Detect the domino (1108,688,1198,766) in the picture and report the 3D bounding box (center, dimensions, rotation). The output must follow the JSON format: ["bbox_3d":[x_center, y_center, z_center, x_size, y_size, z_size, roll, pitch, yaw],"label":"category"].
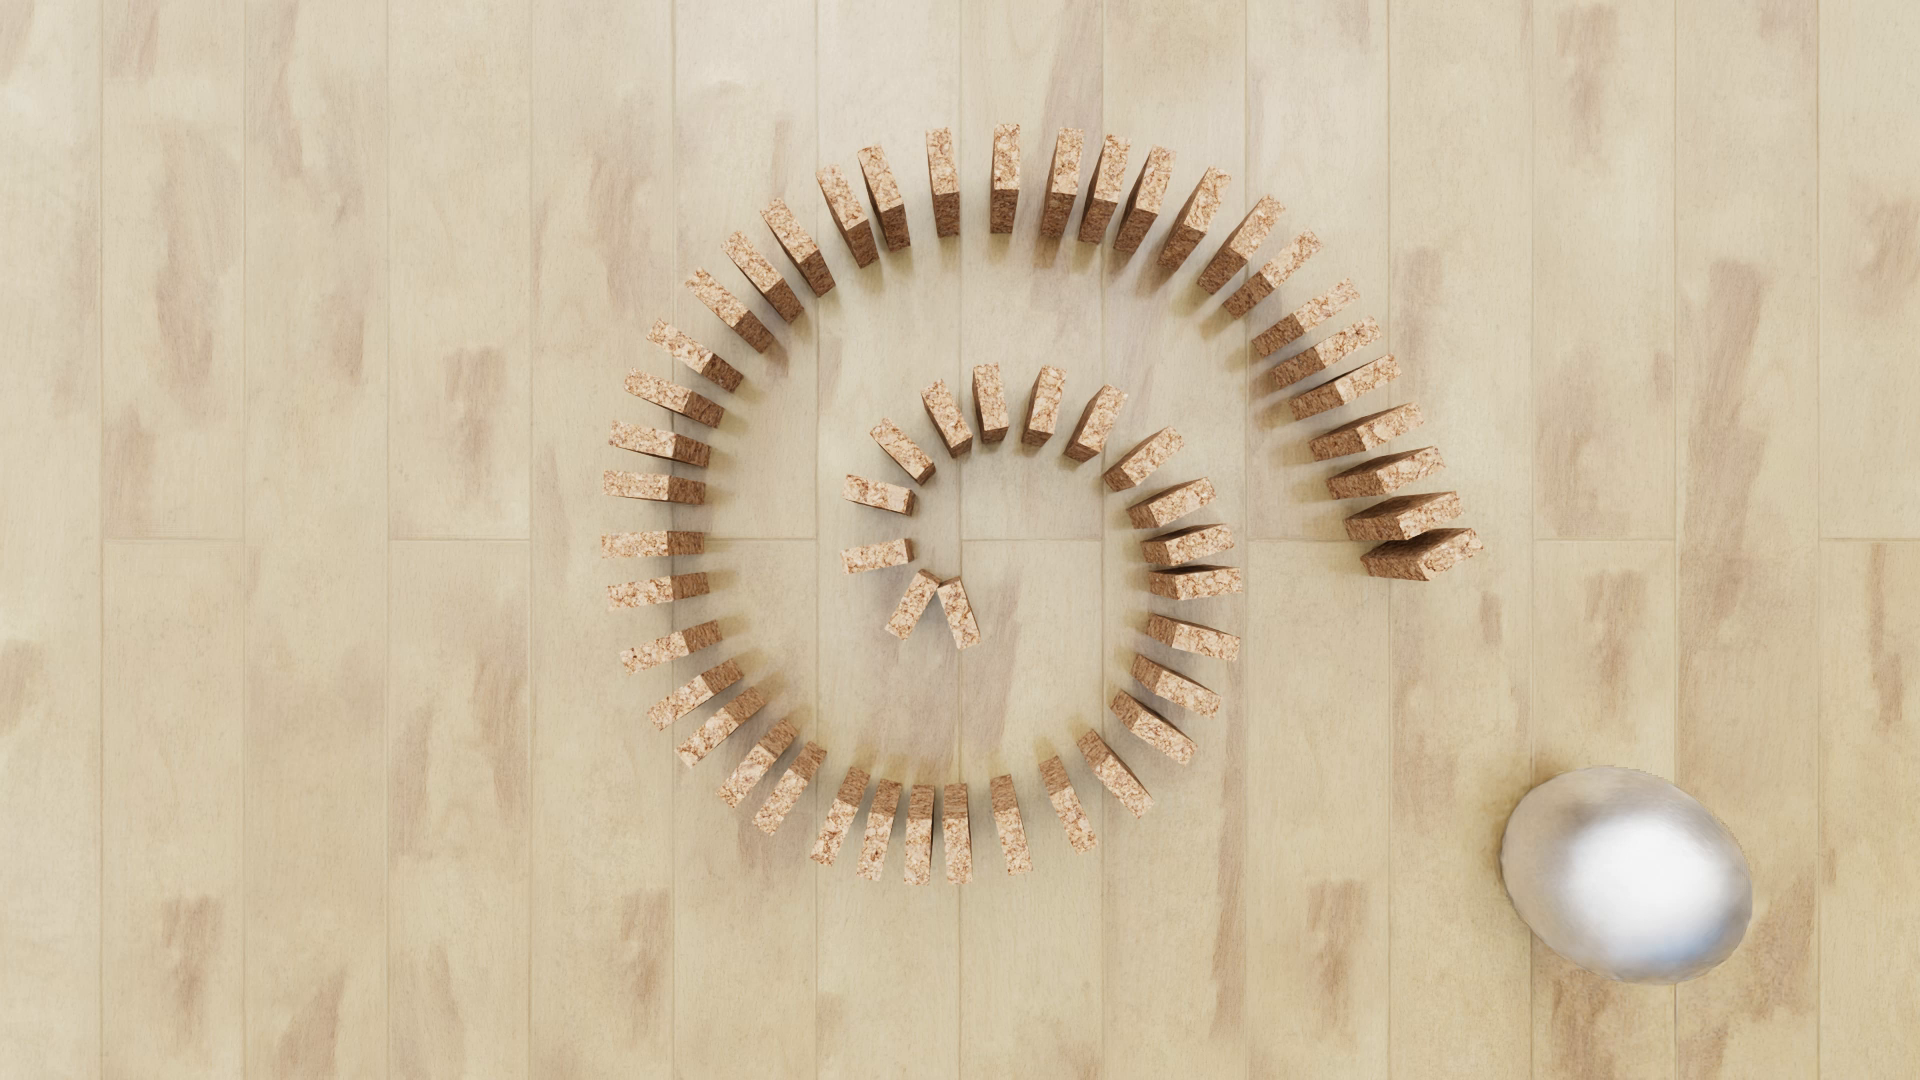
[{"bbox_3d":[0.078,0.076,0.375,0.025,0.050,0.010,33,90,0],"label":"domino"}]

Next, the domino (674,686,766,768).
[{"bbox_3d":[-0.097,0.076,0.375,0.025,0.050,0.010,-42,90,0],"label":"domino"}]

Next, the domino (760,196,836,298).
[{"bbox_3d":[-0.065,-0.118,0.375,0.009,0.050,0.025,-37,90,0],"label":"domino"}]

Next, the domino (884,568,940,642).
[{"bbox_3d":[-0.019,0.026,0.375,0.010,0.050,0.025,30,90,0],"label":"domino"}]

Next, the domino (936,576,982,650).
[{"bbox_3d":[0.000,0.029,0.375,0.009,0.050,0.025,-20,90,0],"label":"domino"}]

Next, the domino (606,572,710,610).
[{"bbox_3d":[-0.122,0.020,0.375,0.025,0.050,0.010,-9,90,0],"label":"domino"}]

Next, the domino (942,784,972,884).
[{"bbox_3d":[-0.001,0.119,0.375,0.009,0.050,0.025,-5,90,0],"label":"domino"}]

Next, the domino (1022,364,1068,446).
[{"bbox_3d":[0.034,-0.054,0.375,0.009,0.050,0.025,12,90,0],"label":"domino"}]

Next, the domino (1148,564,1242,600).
[{"bbox_3d":[0.095,0.017,0.375,0.025,0.050,0.010,-7,90,0],"label":"domino"}]

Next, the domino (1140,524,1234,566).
[{"bbox_3d":[0.092,0.002,0.375,0.025,0.050,0.010,-17,90,0],"label":"domino"}]

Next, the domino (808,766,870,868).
[{"bbox_3d":[-0.048,0.112,0.375,0.009,0.050,0.025,24,90,0],"label":"domino"}]

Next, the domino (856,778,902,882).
[{"bbox_3d":[-0.033,0.117,0.375,0.009,0.050,0.025,13,90,0],"label":"domino"}]

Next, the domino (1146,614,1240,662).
[{"bbox_3d":[0.094,0.039,0.375,0.025,0.050,0.009,13,90,0],"label":"domino"}]

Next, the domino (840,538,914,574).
[{"bbox_3d":[-0.033,0.006,0.375,0.025,0.050,0.009,-11,90,0],"label":"domino"}]

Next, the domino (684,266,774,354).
[{"bbox_3d":[-0.093,-0.093,0.375,0.025,0.050,0.010,42,90,0],"label":"domino"}]

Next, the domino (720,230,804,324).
[{"bbox_3d":[-0.080,-0.106,0.375,0.009,0.050,0.025,-43,90,0],"label":"domino"}]

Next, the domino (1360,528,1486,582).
[{"bbox_3d":[0.187,0.006,0.375,0.025,0.050,0.010,-30,90,0],"label":"domino"}]

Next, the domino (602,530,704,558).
[{"bbox_3d":[-0.124,0.002,0.375,0.025,0.050,0.009,-3,90,0],"label":"domino"}]

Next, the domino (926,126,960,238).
[{"bbox_3d":[-0.007,-0.145,0.375,0.009,0.050,0.025,-8,90,0],"label":"domino"}]

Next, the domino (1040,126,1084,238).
[{"bbox_3d":[0.041,-0.145,0.375,0.010,0.050,0.025,7,90,0],"label":"domino"}]

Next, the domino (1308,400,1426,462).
[{"bbox_3d":[0.165,-0.044,0.375,0.025,0.050,0.009,-25,90,0],"label":"domino"}]

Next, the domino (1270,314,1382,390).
[{"bbox_3d":[0.149,-0.076,0.375,0.025,0.050,0.009,-29,90,0],"label":"domino"}]

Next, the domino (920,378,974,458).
[{"bbox_3d":[-0.005,-0.049,0.375,0.009,0.050,0.025,-29,90,0],"label":"domino"}]

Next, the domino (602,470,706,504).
[{"bbox_3d":[-0.124,-0.021,0.375,0.025,0.050,0.010,5,90,0],"label":"domino"}]

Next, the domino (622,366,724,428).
[{"bbox_3d":[-0.116,-0.057,0.375,0.025,0.050,0.010,21,90,0],"label":"domino"}]

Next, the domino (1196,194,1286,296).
[{"bbox_3d":[0.114,-0.120,0.375,0.009,0.050,0.025,35,90,0],"label":"domino"}]

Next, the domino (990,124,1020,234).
[{"bbox_3d":[0.018,-0.146,0.375,0.010,0.050,0.025,0,90,0],"label":"domino"}]

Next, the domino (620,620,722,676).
[{"bbox_3d":[-0.117,0.043,0.375,0.025,0.050,0.009,-20,90,0],"label":"domino"}]

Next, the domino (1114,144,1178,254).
[{"bbox_3d":[0.075,-0.138,0.375,0.009,0.050,0.025,17,90,0],"label":"domino"}]

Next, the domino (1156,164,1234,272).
[{"bbox_3d":[0.095,-0.130,0.375,0.009,0.050,0.025,25,90,0],"label":"domino"}]

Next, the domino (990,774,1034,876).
[{"bbox_3d":[0.020,0.115,0.375,0.009,0.050,0.025,-14,90,0],"label":"domino"}]

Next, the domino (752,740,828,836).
[{"bbox_3d":[-0.069,0.100,0.375,0.009,0.050,0.025,34,90,0],"label":"domino"}]

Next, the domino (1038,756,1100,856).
[{"bbox_3d":[0.044,0.107,0.375,0.010,0.050,0.025,-25,90,0],"label":"domino"}]

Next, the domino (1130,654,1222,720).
[{"bbox_3d":[0.087,0.059,0.375,0.025,0.050,0.009,25,90,0],"label":"domino"}]

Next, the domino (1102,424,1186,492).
[{"bbox_3d":[0.074,-0.032,0.375,0.025,0.050,0.010,-40,90,0],"label":"domino"}]

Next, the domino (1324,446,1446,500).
[{"bbox_3d":[0.172,-0.027,0.375,0.025,0.050,0.009,-24,90,0],"label":"domino"}]

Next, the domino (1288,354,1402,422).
[{"bbox_3d":[0.156,-0.062,0.375,0.025,0.050,0.009,-27,90,0],"label":"domino"}]

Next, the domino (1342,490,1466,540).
[{"bbox_3d":[0.180,-0.009,0.375,0.025,0.050,0.010,-24,90,0],"label":"domino"}]

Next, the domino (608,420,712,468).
[{"bbox_3d":[-0.121,-0.039,0.375,0.025,0.050,0.009,12,90,0],"label":"domino"}]

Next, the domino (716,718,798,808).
[{"bbox_3d":[-0.082,0.090,0.375,0.010,0.050,0.025,40,90,0],"label":"domino"}]

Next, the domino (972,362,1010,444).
[{"bbox_3d":[0.012,-0.055,0.375,0.009,0.050,0.025,-10,90,0],"label":"domino"}]

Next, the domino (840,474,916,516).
[{"bbox_3d":[-0.032,-0.018,0.375,0.025,0.050,0.010,14,90,0],"label":"domino"}]

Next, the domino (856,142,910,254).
[{"bbox_3d":[-0.030,-0.139,0.375,0.009,0.050,0.025,-22,90,0],"label":"domino"}]

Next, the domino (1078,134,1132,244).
[{"bbox_3d":[0.058,-0.142,0.375,0.009,0.050,0.025,12,90,0],"label":"domino"}]

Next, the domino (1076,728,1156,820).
[{"bbox_3d":[0.063,0.094,0.375,0.009,0.050,0.025,-43,90,0],"label":"domino"}]

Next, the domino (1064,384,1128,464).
[{"bbox_3d":[0.055,-0.047,0.375,0.009,0.050,0.025,26,90,0],"label":"domino"}]

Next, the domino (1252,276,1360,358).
[{"bbox_3d":[0.140,-0.090,0.375,0.025,0.050,0.009,-33,90,0],"label":"domino"}]

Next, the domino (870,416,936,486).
[{"bbox_3d":[-0.022,-0.035,0.375,0.025,0.050,0.009,44,90,0],"label":"domino"}]

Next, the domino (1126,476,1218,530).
[{"bbox_3d":[0.085,-0.015,0.375,0.025,0.050,0.010,-26,90,0],"label":"domino"}]

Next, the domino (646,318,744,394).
[{"bbox_3d":[-0.107,-0.074,0.375,0.025,0.050,0.009,33,90,0],"label":"domino"}]

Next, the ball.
[{"bbox_3d":[0.259,0.131,0.360,0.080,0.080,0.080,0,90,0],"label":"ball"}]

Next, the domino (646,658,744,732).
[{"bbox_3d":[-0.107,0.062,0.375,0.025,0.050,0.010,-34,90,0],"label":"domino"}]

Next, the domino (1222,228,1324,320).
[{"bbox_3d":[0.127,-0.108,0.375,0.025,0.050,0.010,-42,90,0],"label":"domino"}]

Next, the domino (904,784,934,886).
[{"bbox_3d":[-0.016,0.119,0.375,0.010,0.050,0.025,2,90,0],"label":"domino"}]

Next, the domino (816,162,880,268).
[{"bbox_3d":[-0.045,-0.131,0.375,0.010,0.050,0.025,-29,90,0],"label":"domino"}]
